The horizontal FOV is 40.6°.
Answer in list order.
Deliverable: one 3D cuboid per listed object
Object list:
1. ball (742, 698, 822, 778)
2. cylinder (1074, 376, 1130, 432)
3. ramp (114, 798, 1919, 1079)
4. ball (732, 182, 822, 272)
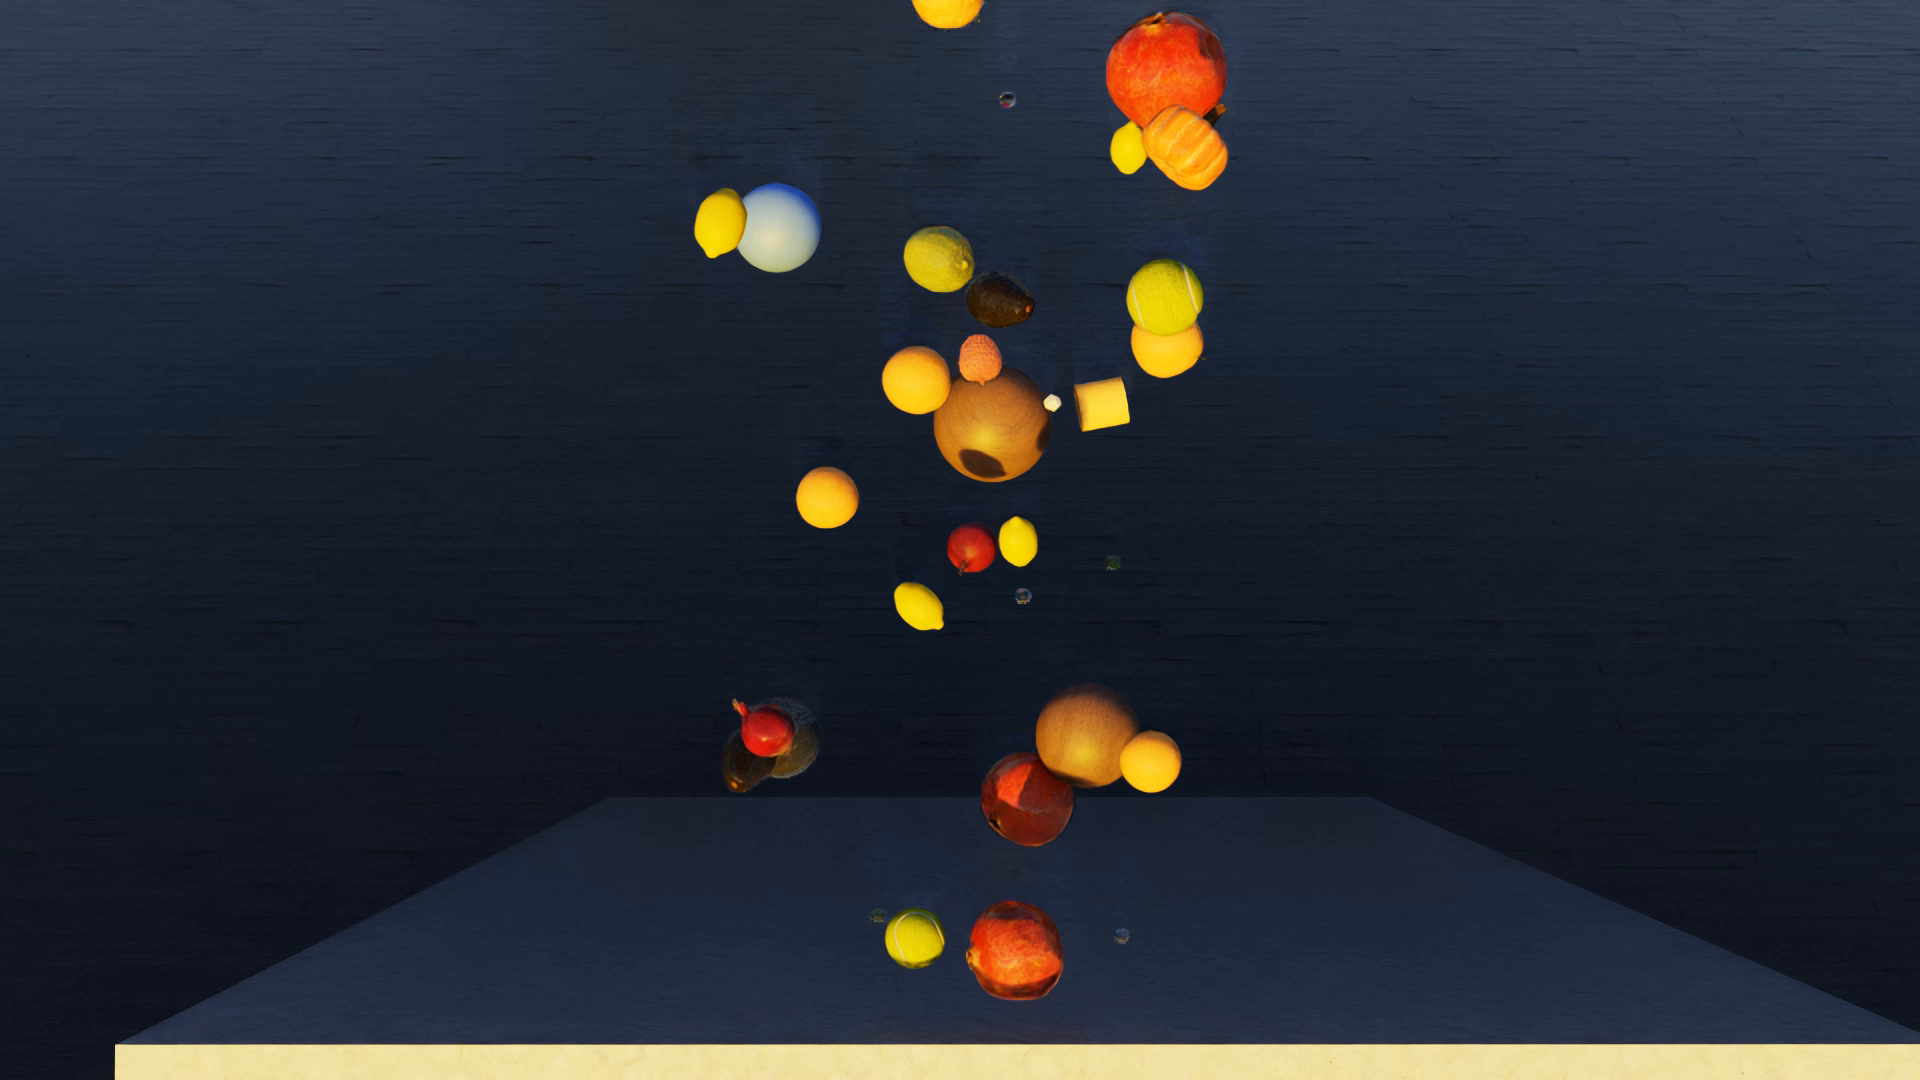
[{"bbox_3d":[-0.215,0.239,3.132,0.096,0.096,0.096,0,35,0],"label":"ball"},{"bbox_3d":[0.156,-0.150,2.873,0.052,0.052,0.052,-10,36,-1],"label":"cylinder"},{"bbox_3d":[0.077,0.664,4.834,2.000,0.100,4.000,0,-2,0],"label":"ramp"},{"bbox_3d":[-0.199,-0.340,2.825,0.097,0.097,0.097,0,35,0],"label":"ball"}]
